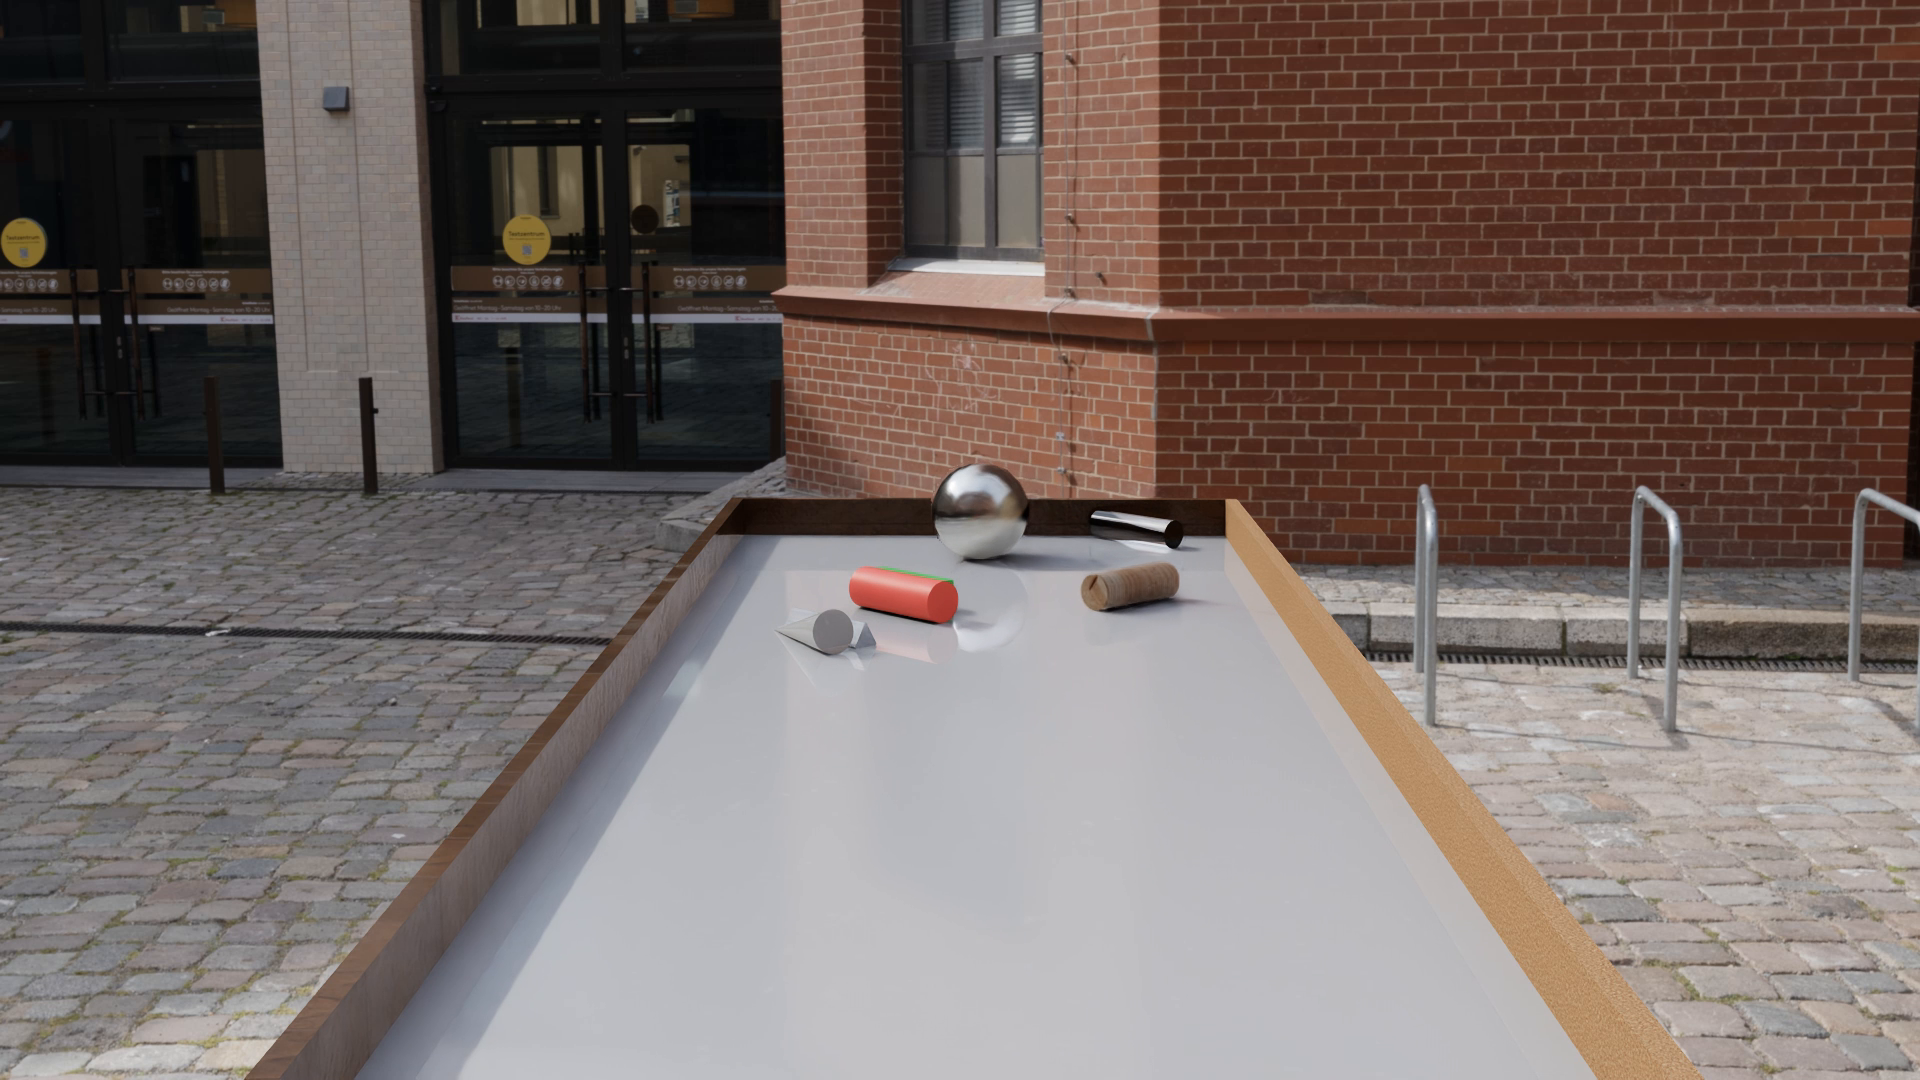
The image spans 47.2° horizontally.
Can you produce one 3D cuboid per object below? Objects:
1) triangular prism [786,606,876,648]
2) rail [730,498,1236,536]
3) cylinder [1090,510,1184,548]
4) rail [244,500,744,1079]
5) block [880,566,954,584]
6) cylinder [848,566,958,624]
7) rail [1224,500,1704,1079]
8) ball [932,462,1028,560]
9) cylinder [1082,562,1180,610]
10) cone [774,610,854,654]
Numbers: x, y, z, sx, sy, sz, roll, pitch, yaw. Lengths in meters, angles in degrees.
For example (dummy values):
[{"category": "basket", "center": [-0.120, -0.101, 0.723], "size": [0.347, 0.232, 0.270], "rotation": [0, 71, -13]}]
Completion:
[{"category": "triangular prism", "center": [-0.419, 0.275, 7.018], "size": [0.087, 0.076, 0.363], "rotation": [-9, 13, -42]}, {"category": "rail", "center": [0.099, -0.098, 9.147], "size": [2.100, 0.150, 0.050], "rotation": [0, 9, 1]}, {"category": "cylinder", "center": [0.714, -0.045, 8.930], "size": [0.115, 0.115, 0.412], "rotation": [-8, 12, -42]}, {"category": "rail", "center": [-1.004, 0.839, 3.234], "size": [0.050, 0.150, 12.000], "rotation": [0, 9, 1]}, {"category": "block", "center": [-0.185, 0.172, 7.586], "size": [0.105, 0.105, 0.366], "rotation": [-8, 12, -42]}, {"category": "cylinder", "center": [-0.192, 0.182, 7.412], "size": [0.140, 0.140, 0.401], "rotation": [-8, 12, -42]}, {"category": "rail", "center": [1.046, 0.843, 3.208], "size": [0.050, 0.150, 12.000], "rotation": [0, 9, 1]}, {"category": "ball", "center": [0.080, -0.113, 8.529], "size": [0.374, 0.374, 0.374], "rotation": [0, 9, 0]}, {"category": "cylinder", "center": [0.591, 0.160, 7.604], "size": [0.365, 0.125, 0.125], "rotation": [-8, 12, -42]}, {"category": "cone", "center": [-0.501, 0.287, 6.976], "size": [0.140, 0.140, 0.447], "rotation": [-5, 1, -29]}]
